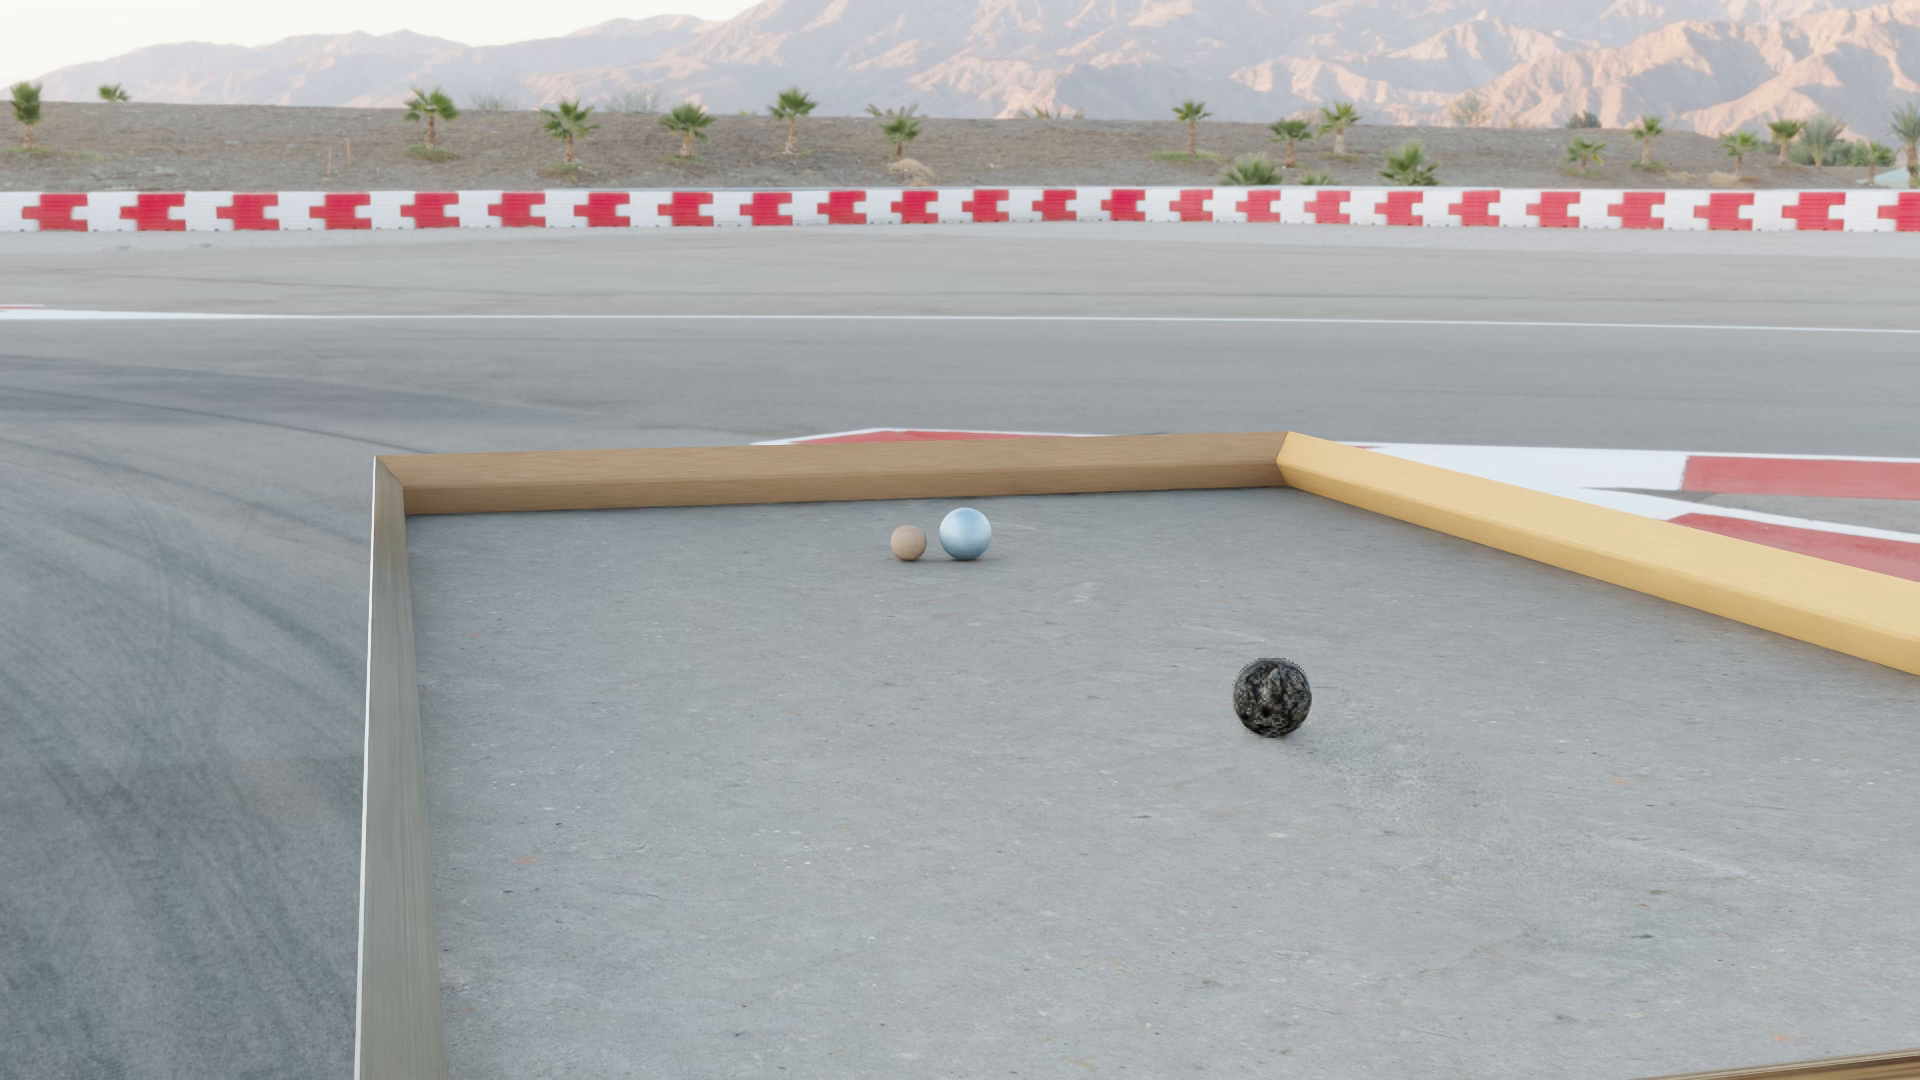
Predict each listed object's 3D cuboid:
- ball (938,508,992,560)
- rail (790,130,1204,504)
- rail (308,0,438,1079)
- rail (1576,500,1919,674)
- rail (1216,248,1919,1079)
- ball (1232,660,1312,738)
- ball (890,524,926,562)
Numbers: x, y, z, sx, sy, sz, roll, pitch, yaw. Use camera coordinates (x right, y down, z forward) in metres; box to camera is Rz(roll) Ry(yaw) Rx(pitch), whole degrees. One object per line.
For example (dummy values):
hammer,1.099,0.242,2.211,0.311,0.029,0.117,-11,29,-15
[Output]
ball,0.008,-0.009,3.343,0.080,0.080,0.080,0,8,0
rail,-0.189,-0.126,4.038,1.712,0.104,0.045,-45,16,-5
rail,-0.624,0.119,2.391,0.104,3.037,0.045,-2,9,-14
rail,0.997,0.059,2.800,0.045,0.104,3.037,-2,9,-14
rail,0.571,0.305,1.147,1.712,0.104,0.045,43,-4,-16
ball,0.315,0.159,2.216,0.078,0.078,0.078,0,8,0
ball,-0.078,0.004,3.337,0.056,0.056,0.056,0,8,0
